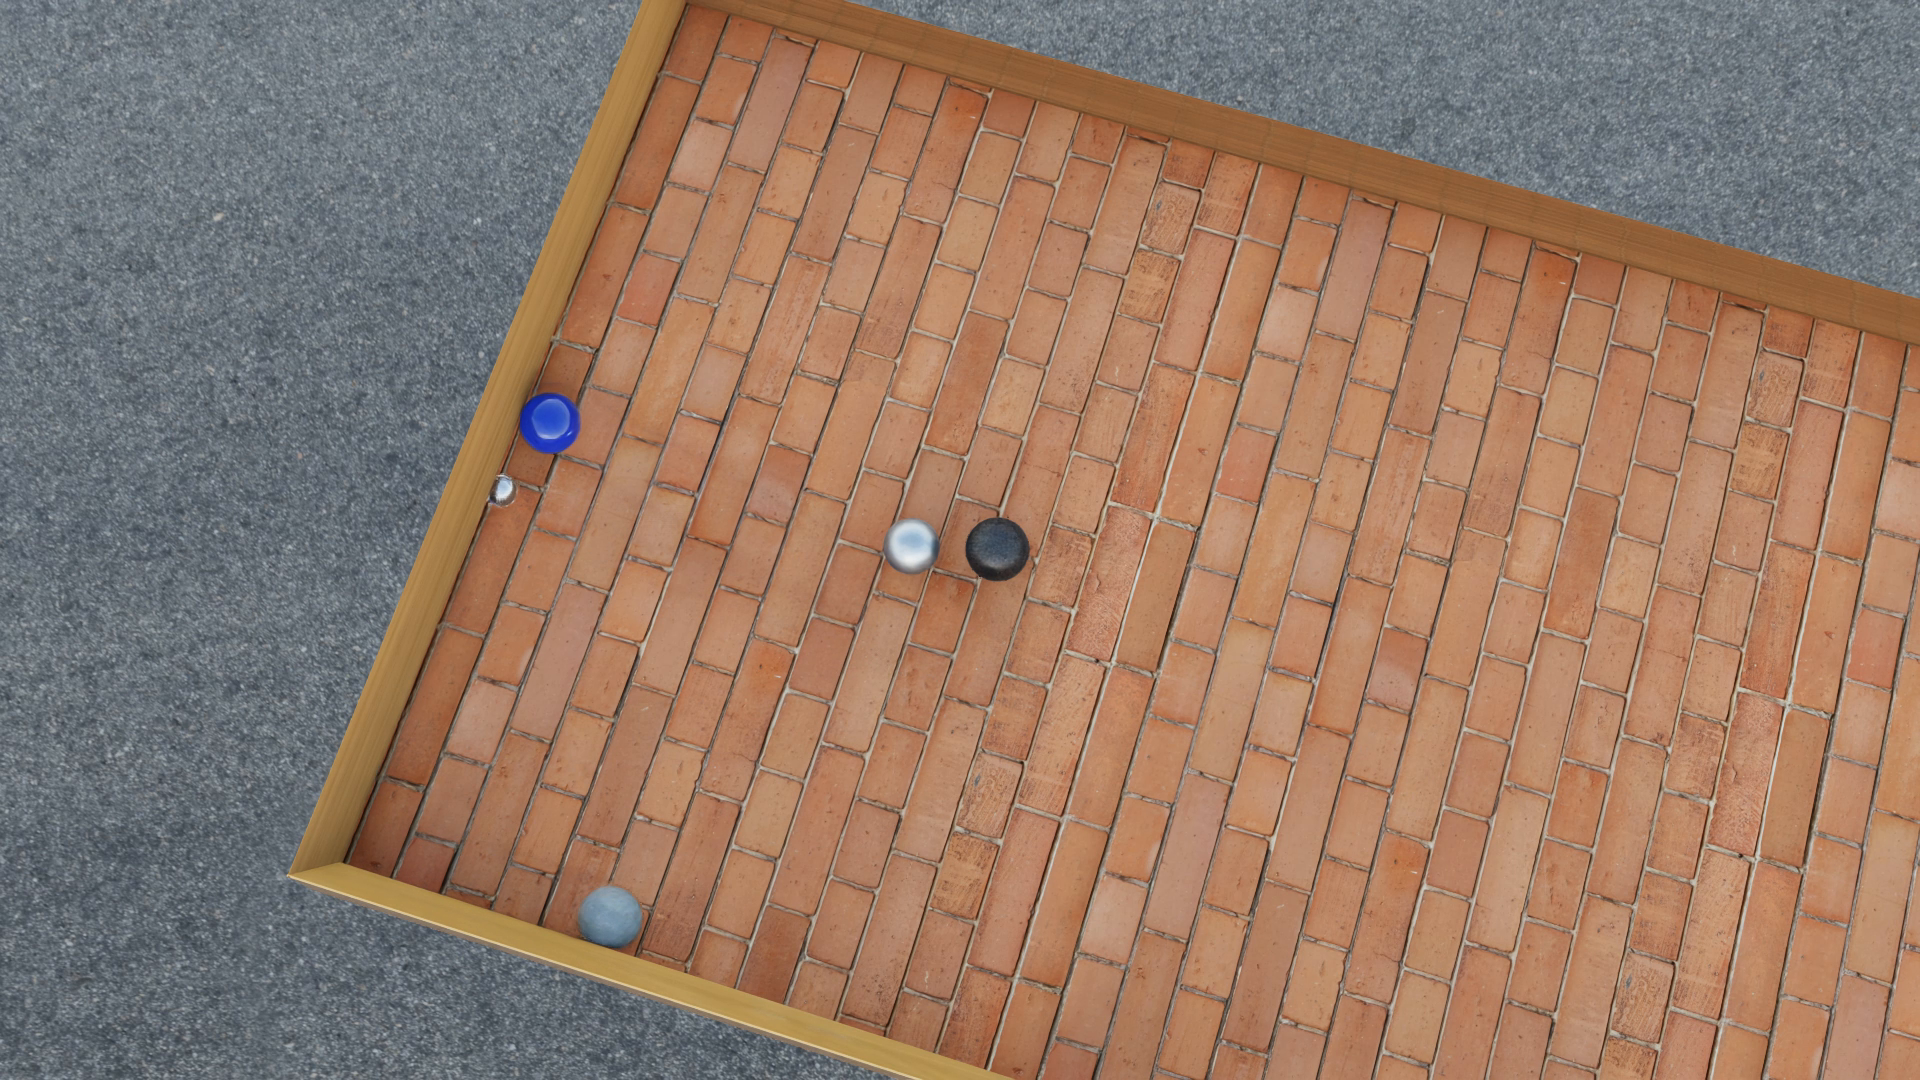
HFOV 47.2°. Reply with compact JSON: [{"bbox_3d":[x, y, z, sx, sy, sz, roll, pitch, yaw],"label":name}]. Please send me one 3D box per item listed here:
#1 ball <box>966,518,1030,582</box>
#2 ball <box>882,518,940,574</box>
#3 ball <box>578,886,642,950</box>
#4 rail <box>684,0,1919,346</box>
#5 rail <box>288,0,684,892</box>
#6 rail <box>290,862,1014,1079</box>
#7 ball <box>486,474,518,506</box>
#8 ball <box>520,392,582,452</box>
[{"bbox_3d":[0.057,0.014,3.371,0.099,0.099,0.099,0,73,0],"label":"ball"},{"bbox_3d":[-0.074,0.010,3.378,0.088,0.088,0.088,0,73,0],"label":"ball"},{"bbox_3d":[-0.511,0.551,3.205,0.092,0.092,0.092,0,73,0],"label":"ball"},{"bbox_3d":[0.954,-0.492,3.514,3.033,0.129,0.045,17,73,5],"label":"rail"},{"bbox_3d":[-0.701,-0.217,3.427,0.045,0.129,1.590,17,73,5],"label":"rail"},{"bbox_3d":[0.493,0.911,3.072,3.033,0.129,0.045,17,73,5],"label":"rail"},{"bbox_3d":[-0.715,-0.077,3.425,0.050,0.050,0.050,0,73,0],"label":"ball"},{"bbox_3d":[-0.639,-0.184,3.435,0.095,0.095,0.095,0,73,0],"label":"ball"}]
